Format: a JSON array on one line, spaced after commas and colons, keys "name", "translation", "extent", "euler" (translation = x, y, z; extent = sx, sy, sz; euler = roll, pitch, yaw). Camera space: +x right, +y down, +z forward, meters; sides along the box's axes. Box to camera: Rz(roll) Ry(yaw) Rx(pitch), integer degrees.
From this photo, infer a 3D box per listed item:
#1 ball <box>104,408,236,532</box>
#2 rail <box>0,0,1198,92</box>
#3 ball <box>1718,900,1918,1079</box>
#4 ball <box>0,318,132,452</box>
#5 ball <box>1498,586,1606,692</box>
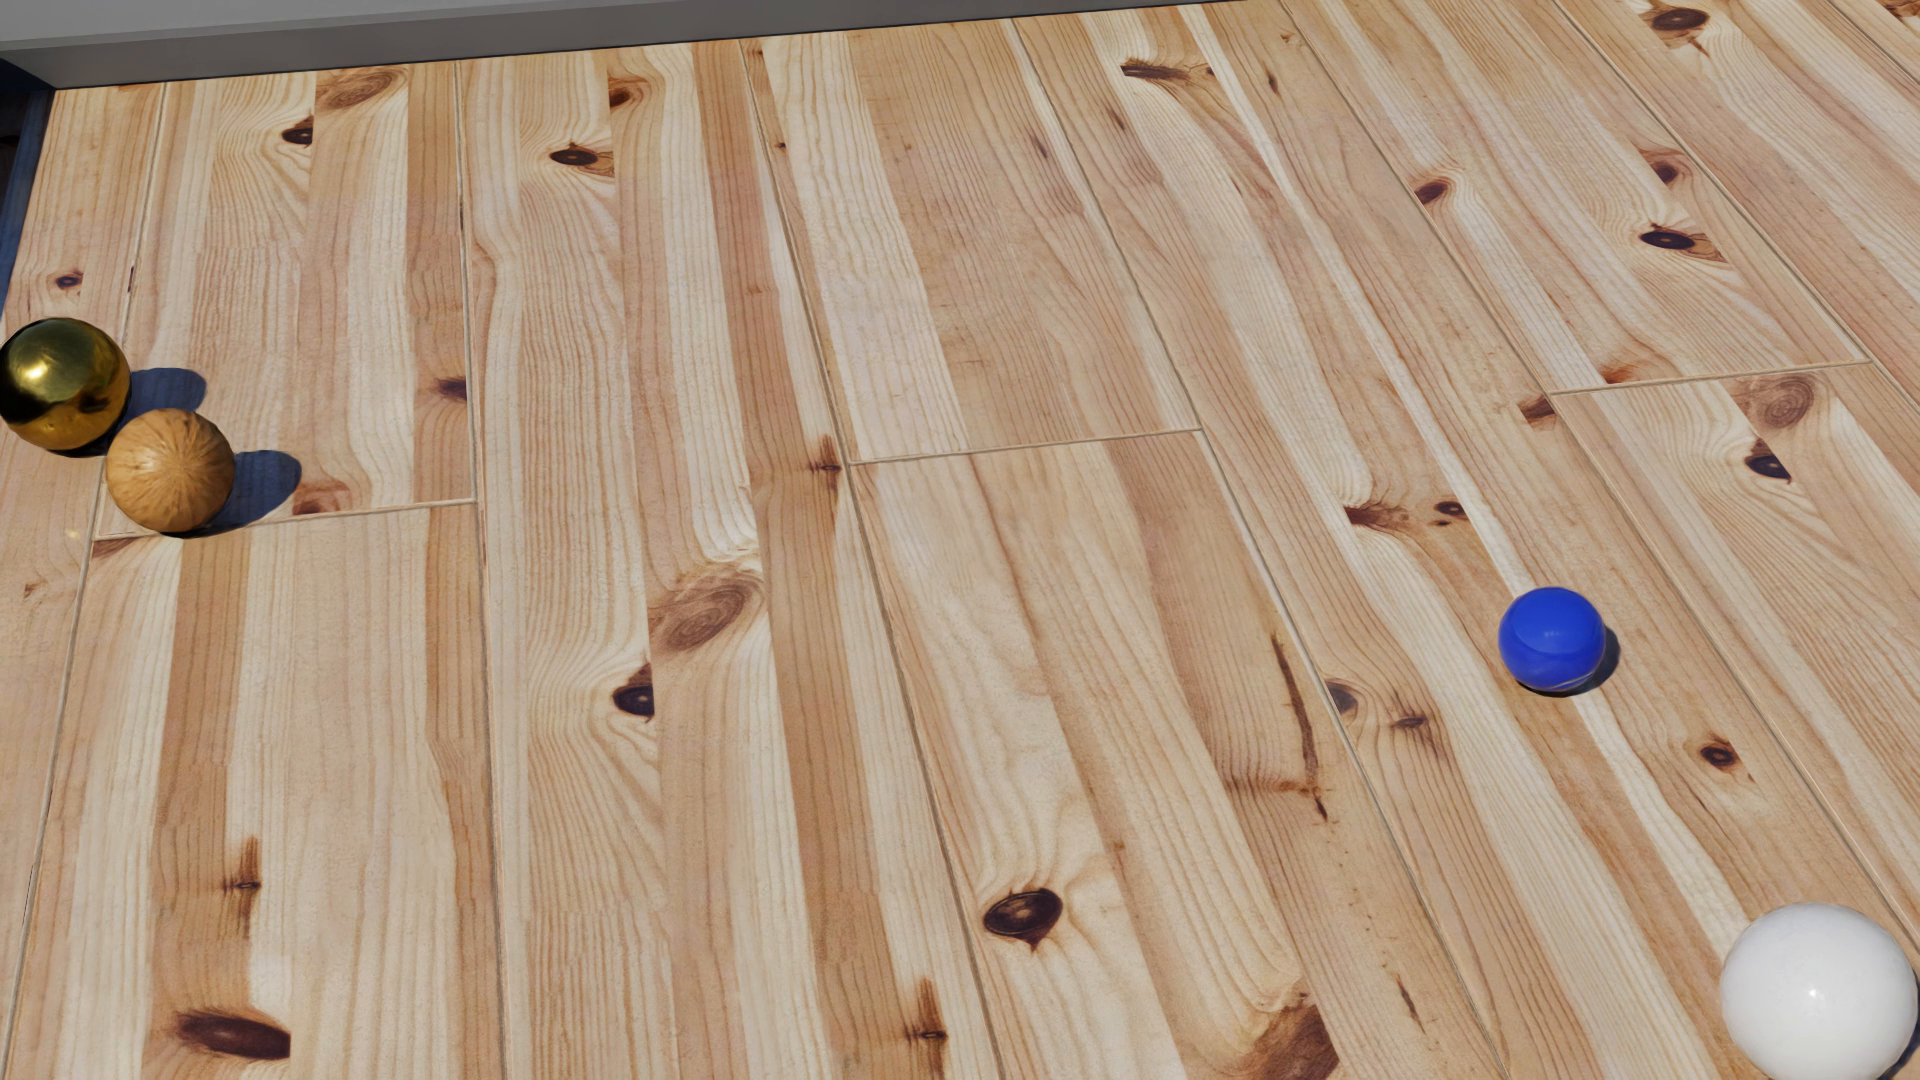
[{"name": "ball", "translation": [-0.515, -0.045, 1.673], "extent": [0.082, 0.082, 0.082], "euler": [0, 36, 0]}, {"name": "rail", "translation": [0.576, -0.571, 2.363], "extent": [2.933, 0.123, 0.045], "euler": [-6, 36, -8]}, {"name": "ball", "translation": [0.429, 0.228, 1.283], "extent": [0.095, 0.095, 0.095], "euler": [0, 36, 0]}, {"name": "ball", "translation": [-0.612, -0.106, 1.749], "extent": [0.091, 0.091, 0.091], "euler": [0, 36, 0]}, {"name": "ball", "translation": [0.356, 0.060, 1.542], "extent": [0.064, 0.064, 0.064], "euler": [0, 36, 0]}]
